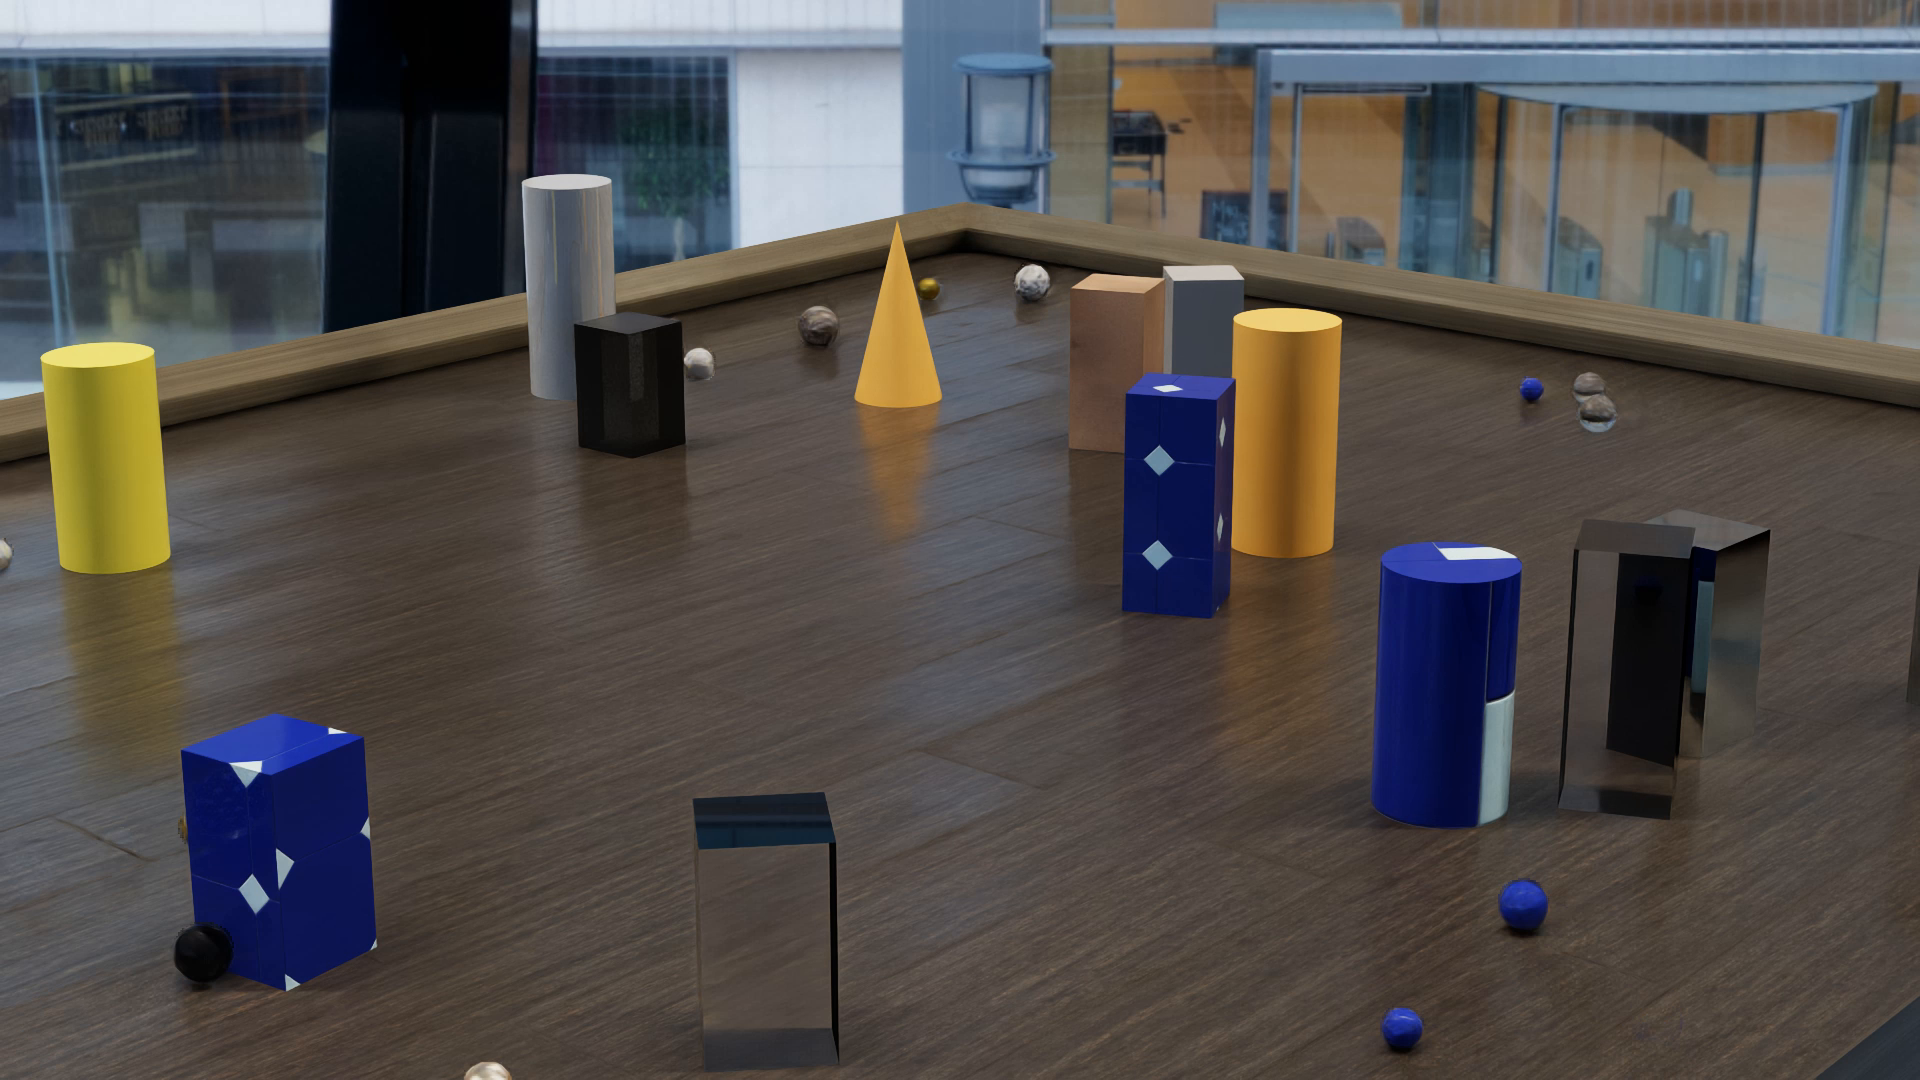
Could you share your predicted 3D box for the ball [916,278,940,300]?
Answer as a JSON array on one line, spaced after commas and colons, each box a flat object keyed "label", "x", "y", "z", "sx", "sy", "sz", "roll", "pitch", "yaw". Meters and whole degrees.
[{"label": "ball", "x": -0.081, "y": -0.638, "z": 7.464, "sx": 0.059, "sy": 0.059, "sz": 0.059, "roll": 0, "pitch": 17, "yaw": 0}]

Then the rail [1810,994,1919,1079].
[{"label": "rail", "x": 1.527, "y": 0.415, "z": 3.851, "sx": 0.045, "sy": 0.127, "sz": 4.753, "roll": 14, "pitch": 22, "yaw": 39}]

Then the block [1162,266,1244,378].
[{"label": "block", "x": 0.537, "y": -0.461, "z": 6.510, "sx": 0.156, "sy": 0.270, "sz": 0.156, "roll": -1, "pitch": 17, "yaw": -4}]

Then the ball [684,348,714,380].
[{"label": "ball", "x": -0.592, "y": -0.398, "z": 6.646, "sx": 0.072, "sy": 0.072, "sz": 0.072, "roll": 0, "pitch": 17, "yaw": 0}]

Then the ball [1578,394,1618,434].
[{"label": "ball", "x": 1.346, "y": -0.266, "z": 6.192, "sx": 0.081, "sy": 0.081, "sz": 0.081, "roll": 0, "pitch": 17, "yaw": 0}]

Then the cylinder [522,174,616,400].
[{"label": "cylinder", "x": -0.862, "y": -0.561, "z": 6.494, "sx": 0.195, "sy": 0.470, "sz": 0.195, "roll": 0, "pitch": 17, "yaw": 0}]

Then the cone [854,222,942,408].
[{"label": "cone", "x": -0.137, "y": -0.507, "z": 6.446, "sx": 0.195, "sy": 0.396, "sz": 0.195, "roll": 0, "pitch": 17, "yaw": 0}]

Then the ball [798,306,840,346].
[{"label": "ball", "x": -0.336, "y": -0.507, "z": 6.962, "sx": 0.097, "sy": 0.097, "sz": 0.097, "roll": 0, "pitch": 17, "yaw": 0}]

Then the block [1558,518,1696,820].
[{"label": "block", "x": 0.949, "y": 0.182, "z": 4.175, "sx": 0.156, "sy": 0.386, "sz": 0.156, "roll": 5, "pitch": 17, "yaw": 16}]

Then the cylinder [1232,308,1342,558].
[{"label": "cylinder", "x": 0.594, "y": -0.197, "z": 5.373, "sx": 0.195, "sy": 0.422, "sz": 0.195, "roll": 0, "pitch": 17, "yaw": 0}]

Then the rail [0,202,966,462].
[{"label": "rail", "x": -1.527, "y": -0.351, "z": 6.389, "sx": 0.045, "sy": 0.127, "sz": 4.753, "roll": 14, "pitch": 22, "yaw": 39}]

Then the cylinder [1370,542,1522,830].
[{"label": "cylinder", "x": 0.686, "y": 0.204, "z": 4.145, "sx": 0.195, "sy": 0.362, "sz": 0.195, "roll": 0, "pitch": 17, "yaw": 0}]

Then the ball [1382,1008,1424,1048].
[{"label": "ball", "x": 0.522, "y": 0.575, "z": 3.457, "sx": 0.048, "sy": 0.048, "sz": 0.048, "roll": 0, "pitch": 17, "yaw": 0}]

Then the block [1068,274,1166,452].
[{"label": "block", "x": 0.326, "y": -0.366, "z": 6.078, "sx": 0.156, "sy": 0.338, "sz": 0.156, "roll": 6, "pitch": 18, "yaw": 19}]

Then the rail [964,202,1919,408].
[{"label": "rail", "x": 1.543, "y": -0.481, "z": 6.821, "sx": 4.092, "sy": 0.127, "sz": 0.045, "roll": 14, "pitch": 22, "yaw": 39}]

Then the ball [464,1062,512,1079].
[{"label": "ball", "x": -0.533, "y": 0.617, "z": 3.306, "sx": 0.057, "sy": 0.057, "sz": 0.057, "roll": 0, "pitch": 17, "yaw": 0}]

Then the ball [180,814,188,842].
[{"label": "ball", "x": -1.048, "y": 0.395, "z": 4.045, "sx": 0.053, "sy": 0.053, "sz": 0.053, "roll": 0, "pitch": 17, "yaw": 0}]

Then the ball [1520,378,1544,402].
[{"label": "ball", "x": 1.260, "y": -0.331, "z": 6.459, "sx": 0.051, "sy": 0.051, "sz": 0.051, "roll": 0, "pitch": 17, "yaw": 0}]

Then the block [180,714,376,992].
[{"label": "block", "x": -0.851, "y": 0.388, "z": 3.670, "sx": 0.156, "sy": 0.285, "sz": 0.156, "roll": 11, "pitch": 20, "yaw": 32}]

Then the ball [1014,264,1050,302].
[{"label": "ball", "x": 0.185, "y": -0.654, "z": 7.458, "sx": 0.092, "sy": 0.092, "sz": 0.092, "roll": 0, "pitch": 17, "yaw": 0}]

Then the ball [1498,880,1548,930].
[{"label": "ball", "x": 0.726, "y": 0.471, "z": 3.778, "sx": 0.063, "sy": 0.063, "sz": 0.063, "roll": 0, "pitch": 17, "yaw": 0}]

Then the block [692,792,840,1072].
[{"label": "block", "x": -0.229, "y": 0.459, "z": 3.444, "sx": 0.156, "sy": 0.279, "sz": 0.156, "roll": -2, "pitch": 17, "yaw": -7}]

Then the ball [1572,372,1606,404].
[{"label": "ball", "x": 1.377, "y": -0.330, "z": 6.419, "sx": 0.073, "sy": 0.073, "sz": 0.073, "roll": 0, "pitch": 17, "yaw": 0}]

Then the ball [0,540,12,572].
[{"label": "ball", "x": -1.729, "y": 0.028, "z": 5.249, "sx": 0.062, "sy": 0.062, "sz": 0.062, "roll": 0, "pitch": 17, "yaw": 0}]

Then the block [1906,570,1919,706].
[{"label": "block", "x": 1.595, "y": 0.084, "z": 4.537, "sx": 0.156, "sy": 0.365, "sz": 0.156, "roll": -12, "pitch": 20, "yaw": -34}]

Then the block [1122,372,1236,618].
[{"label": "block", "x": 0.376, "y": -0.078, "z": 5.041, "sx": 0.156, "sy": 0.385, "sz": 0.156, "roll": 5, "pitch": 17, "yaw": 16}]

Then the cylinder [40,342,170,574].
[{"label": "cylinder", "x": -1.538, "y": -0.149, "z": 5.286, "sx": 0.195, "sy": 0.379, "sz": 0.195, "roll": 0, "pitch": 17, "yaw": 0}]

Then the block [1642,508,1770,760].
[{"label": "block", "x": 1.100, "y": 0.140, "z": 4.422, "sx": 0.156, "sy": 0.325, "sz": 0.156, "roll": 15, "pitch": 23, "yaw": 41}]

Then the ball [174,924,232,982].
[{"label": "ball", "x": -0.936, "y": 0.511, "z": 3.624, "sx": 0.071, "sy": 0.071, "sz": 0.071, "roll": 0, "pitch": 17, "yaw": 0}]

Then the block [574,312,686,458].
[{"label": "block", "x": -0.682, "y": -0.323, "z": 6.068, "sx": 0.156, "sy": 0.260, "sz": 0.156, "roll": 13, "pitch": 21, "yaw": 37}]
